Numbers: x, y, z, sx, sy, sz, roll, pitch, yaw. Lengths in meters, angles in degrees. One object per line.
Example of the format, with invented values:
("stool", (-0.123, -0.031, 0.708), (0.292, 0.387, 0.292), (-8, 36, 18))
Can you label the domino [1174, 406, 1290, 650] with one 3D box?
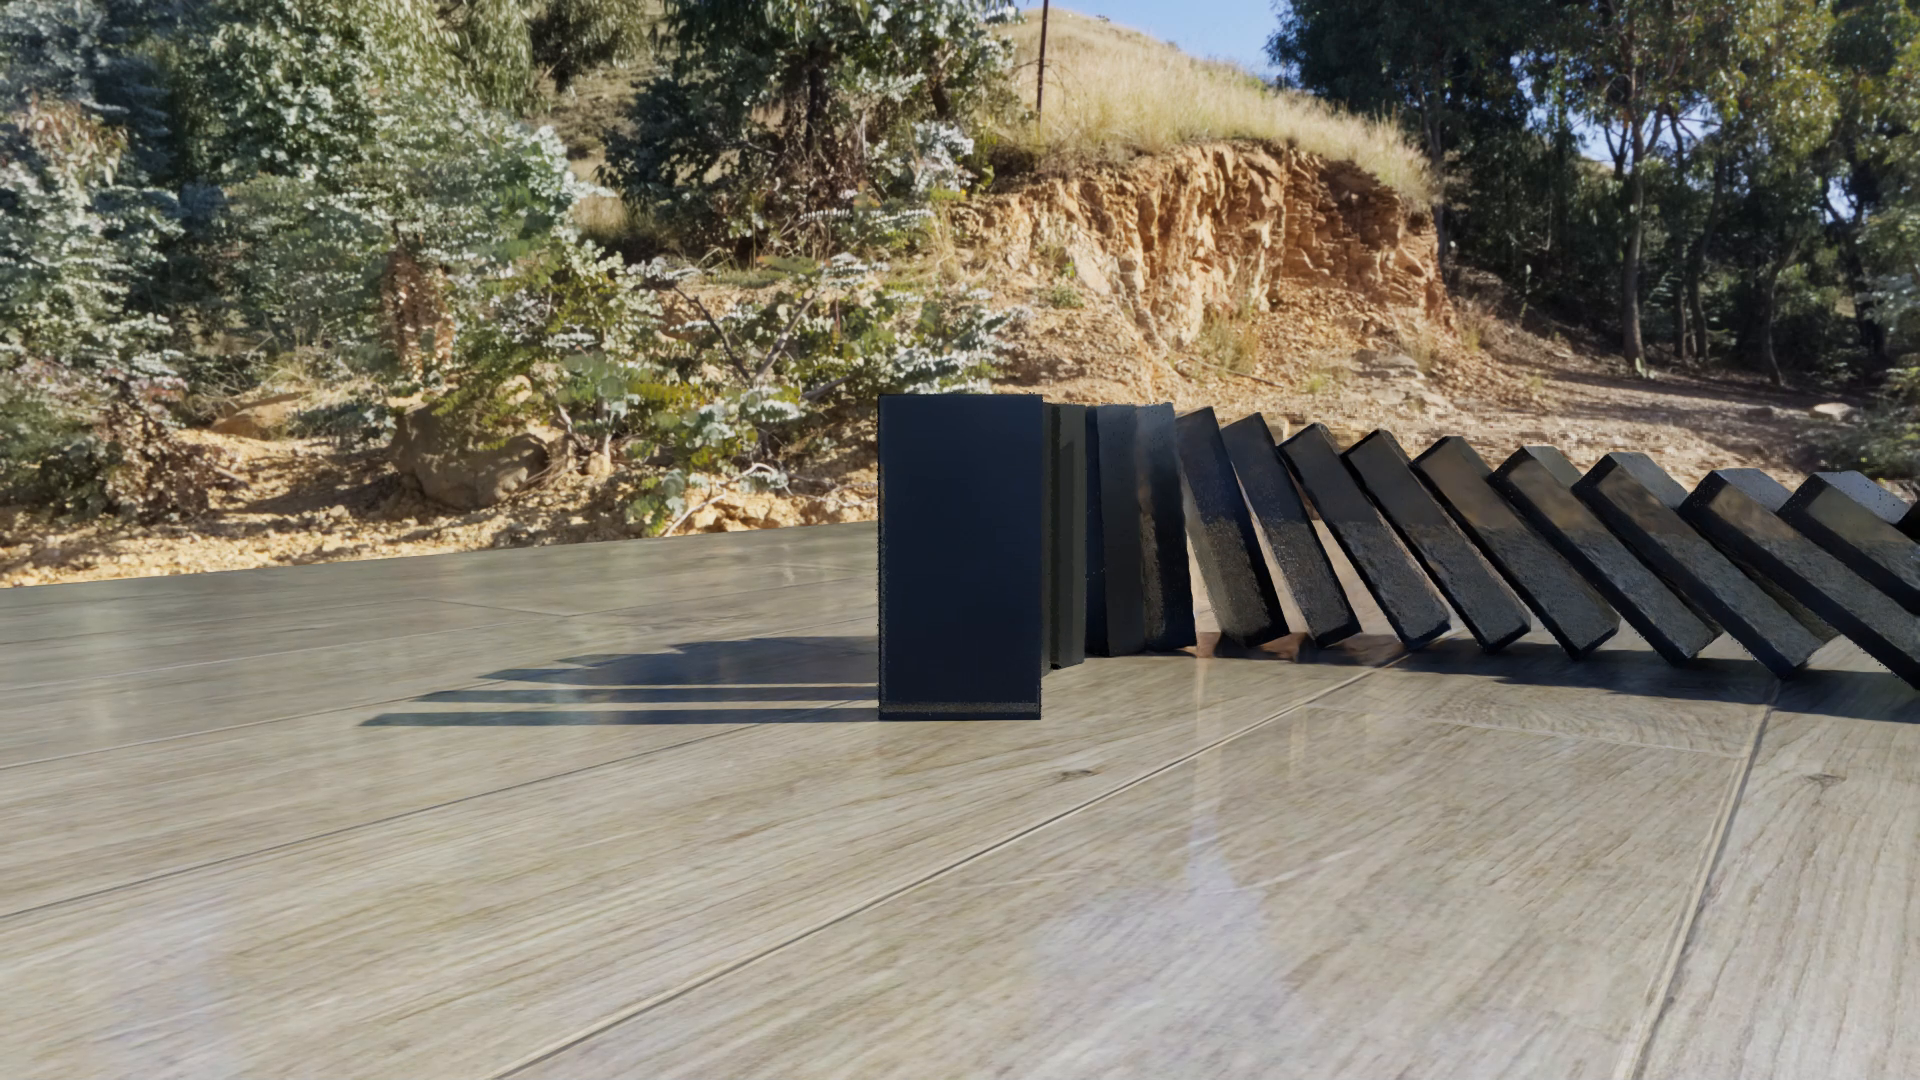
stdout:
("domino", (0.055, -0.003, 0.276), (0.010, 0.050, 0.025), (-20, 4, 1))

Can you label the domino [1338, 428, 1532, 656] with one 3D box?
("domino", (0.101, -0.001, 0.271), (0.009, 0.050, 0.025), (-38, -11, 21))

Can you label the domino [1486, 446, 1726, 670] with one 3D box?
("domino", (0.131, 0.002, 0.259), (0.025, 0.050, 0.009), (-6, -38, -52))

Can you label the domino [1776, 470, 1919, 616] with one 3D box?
("domino", (0.173, 0.007, 0.226), (0.025, 0.009, 0.050), (-4, 42, -40))

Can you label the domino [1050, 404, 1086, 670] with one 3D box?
("domino", (0.011, -0.001, 0.251), (0.025, 0.050, 0.010), (3, 5, 36))

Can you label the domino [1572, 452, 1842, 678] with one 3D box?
("domino", (0.146, 0.003, 0.250), (0.025, 0.009, 0.050), (-5, 49, -47))

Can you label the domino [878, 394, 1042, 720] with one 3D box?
("domino", (0.000, 0.002, 0.201), (0.025, 0.050, 0.009), (0, 4, 0))

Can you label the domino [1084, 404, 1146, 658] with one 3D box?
("domino", (0.026, -0.003, 0.266), (0.010, 0.050, 0.025), (-7, 7, -30))

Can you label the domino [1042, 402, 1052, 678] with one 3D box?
("domino", (0.003, 0.000, 0.237), (0.025, 0.050, 0.010), (1, 5, 18))

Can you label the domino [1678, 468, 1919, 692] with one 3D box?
("domino", (0.162, 0.006, 0.238), (0.025, 0.009, 0.050), (-4, 43, -41))

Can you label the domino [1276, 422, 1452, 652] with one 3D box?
("domino", (0.087, -0.002, 0.275), (0.009, 0.050, 0.025), (-34, -8, 19))

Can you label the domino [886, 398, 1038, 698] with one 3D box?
("domino", (0.000, 0.001, 0.218), (0.025, 0.050, 0.009), (0, 4, 4))

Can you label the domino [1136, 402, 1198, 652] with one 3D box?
("domino", (0.038, -0.003, 0.272), (0.009, 0.050, 0.025), (-8, 6, -16))

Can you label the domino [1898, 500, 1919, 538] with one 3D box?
("domino", (0.187, 0.008, 0.212), (0.025, 0.009, 0.050), (-3, 40, -32))

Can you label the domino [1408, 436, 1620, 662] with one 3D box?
("domino", (0.115, 0.001, 0.266), (0.009, 0.050, 0.025), (-43, -16, 24))

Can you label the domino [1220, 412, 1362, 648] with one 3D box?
("domino", (0.070, -0.003, 0.277), (0.009, 0.050, 0.025), (-25, 0, 10))
